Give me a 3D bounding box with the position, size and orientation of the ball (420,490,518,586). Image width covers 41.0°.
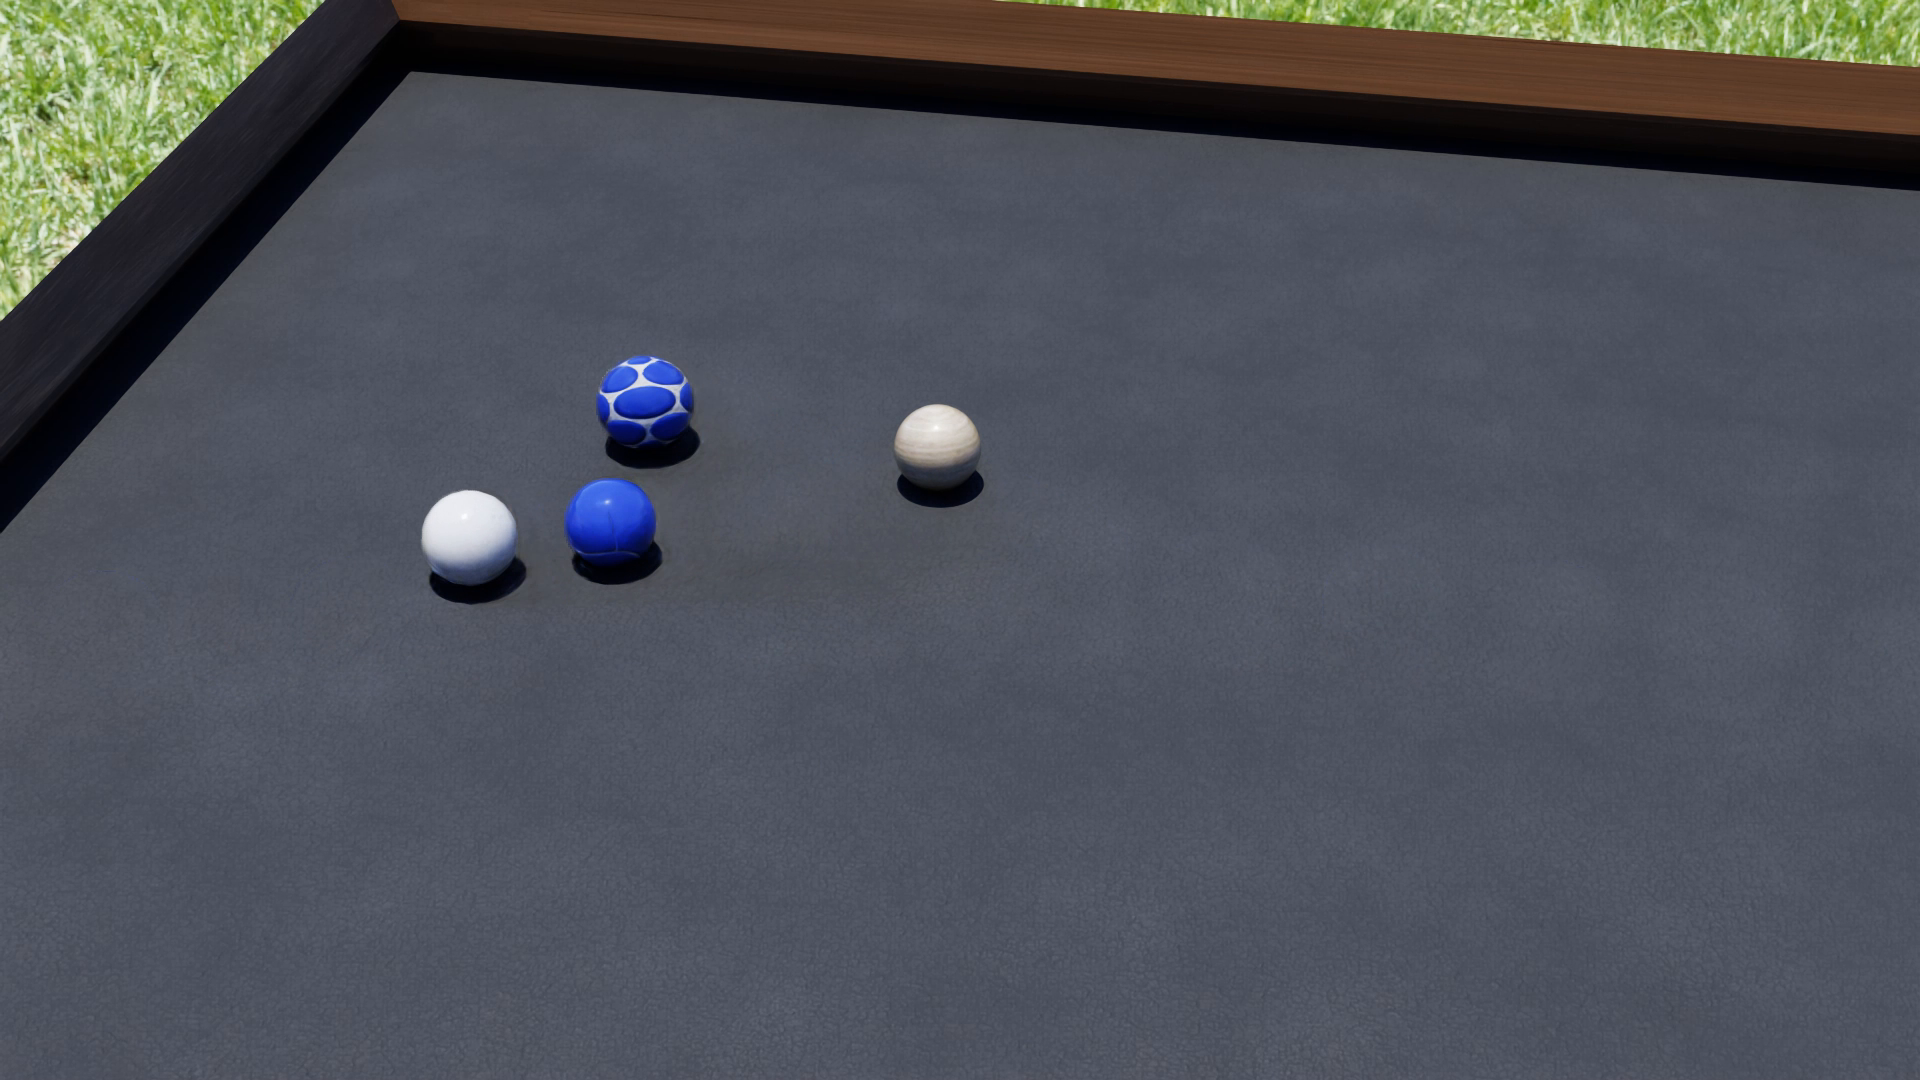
[{"bbox_3d":[-0.380,-0.001,1.986,0.074,0.074,0.074,0,34,0],"label":"ball"}]

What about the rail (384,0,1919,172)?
[{"bbox_3d":[0.962,-0.407,2.549,3.270,0.112,0.045,6,35,9],"label":"rail"}]

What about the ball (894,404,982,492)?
[{"bbox_3d":[-0.018,-0.075,2.097,0.072,0.072,0.072,0,34,0],"label":"ball"}]

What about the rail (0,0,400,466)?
[{"bbox_3d":[-0.780,-0.098,2.094,0.045,0.112,1.768,6,35,9],"label":"rail"}]

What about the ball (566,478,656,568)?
[{"bbox_3d":[-0.273,-0.013,2.007,0.071,0.071,0.071,0,34,0],"label":"ball"}]

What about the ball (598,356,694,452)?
[{"bbox_3d":[-0.263,-0.114,2.147,0.080,0.080,0.080,0,34,0],"label":"ball"}]
